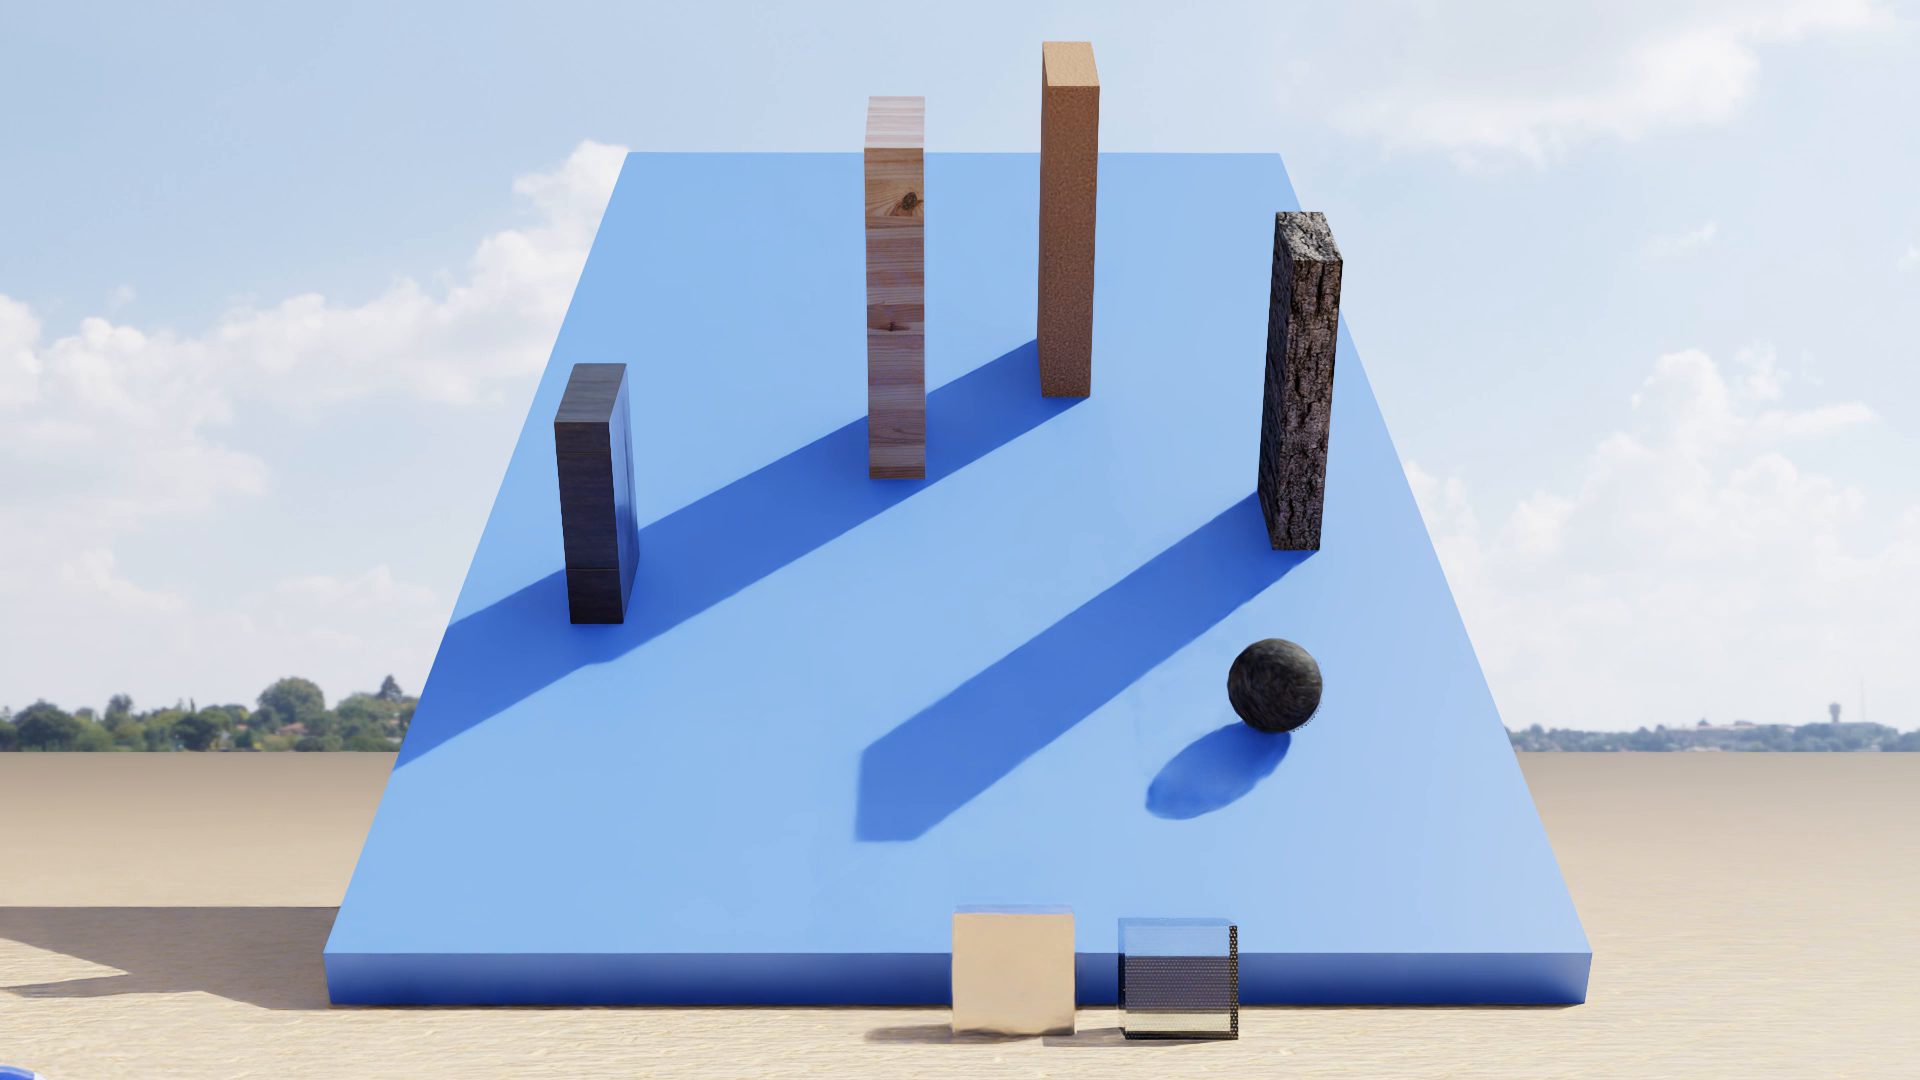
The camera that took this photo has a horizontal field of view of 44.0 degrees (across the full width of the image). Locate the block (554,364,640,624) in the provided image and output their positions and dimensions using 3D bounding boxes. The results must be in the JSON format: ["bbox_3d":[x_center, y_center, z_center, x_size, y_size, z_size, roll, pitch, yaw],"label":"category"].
[{"bbox_3d":[-0.714,-0.093,4.701,0.104,0.436,0.282,0,27,0],"label":"block"}]

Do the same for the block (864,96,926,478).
[{"bbox_3d":[-0.139,-0.556,5.247,0.123,0.759,0.365,0,27,0],"label":"block"}]

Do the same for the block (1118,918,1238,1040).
[{"bbox_3d":[0.311,0.627,3.407,0.158,0.158,0.158,0,-5,0],"label":"block"}]

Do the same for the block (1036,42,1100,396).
[{"bbox_3d":[0.253,-0.761,5.646,0.115,0.758,0.365,0,27,0],"label":"block"}]

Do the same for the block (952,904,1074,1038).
[{"bbox_3d":[0.079,0.623,3.451,0.172,0.172,0.172,0,-5,2],"label":"block"}]

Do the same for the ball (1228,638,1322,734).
[{"bbox_3d":[0.570,0.264,4.307,0.172,0.172,0.172,0,-5,0],"label":"ball"}]

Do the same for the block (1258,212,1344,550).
[{"bbox_3d":[0.702,-0.329,4.941,0.098,0.642,0.284,0,27,0],"label":"block"}]

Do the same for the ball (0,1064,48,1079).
[{"bbox_3d":[-0.734,0.480,1.778,0.173,0.173,0.173,0,-5,0],"label":"ball"}]

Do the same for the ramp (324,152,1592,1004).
[{"bbox_3d":[-0.011,-0.225,5.543,2.000,0.100,4.000,0,27,0],"label":"ramp"}]
